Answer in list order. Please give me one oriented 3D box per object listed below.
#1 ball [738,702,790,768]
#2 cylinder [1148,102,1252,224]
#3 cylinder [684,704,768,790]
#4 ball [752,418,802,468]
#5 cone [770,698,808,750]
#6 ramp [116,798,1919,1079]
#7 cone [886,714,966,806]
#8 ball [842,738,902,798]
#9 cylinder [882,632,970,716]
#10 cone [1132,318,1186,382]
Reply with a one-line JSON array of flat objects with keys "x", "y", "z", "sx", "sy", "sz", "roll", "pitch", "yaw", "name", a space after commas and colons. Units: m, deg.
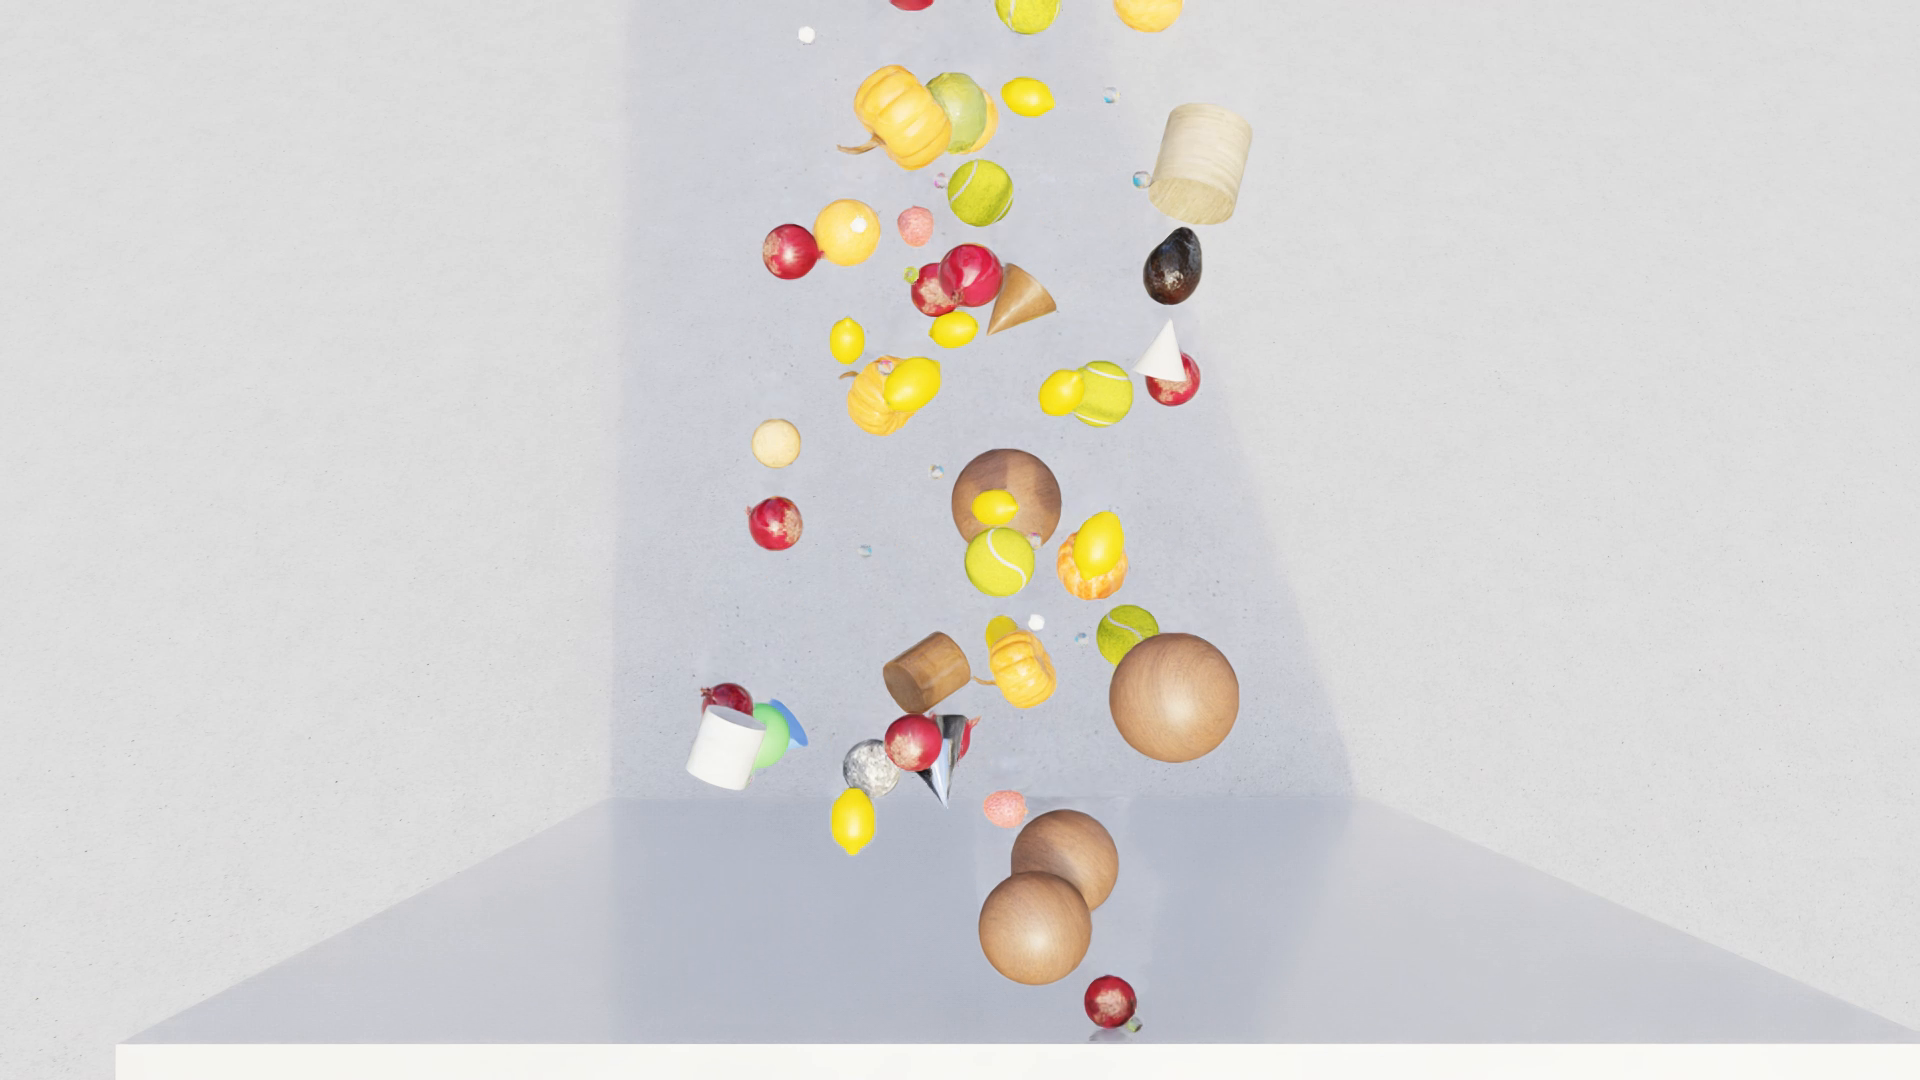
[{"x": -0.239, "y": 0.230, "z": 3.065, "sx": 0.077, "sy": 0.077, "sz": 0.077, "roll": 0, "pitch": 35, "yaw": 0, "name": "ball"}, {"x": 0.223, "y": -0.349, "z": 2.410, "sx": 0.081, "sy": 0.081, "sz": 0.081, "roll": 10, "pitch": 69, "yaw": 14, "name": "cylinder"}, {"x": -0.255, "y": 0.226, "z": 2.832, "sx": 0.070, "sy": 0.070, "sz": 0.070, "roll": 20, "pitch": 7, "yaw": -3, "name": "cylinder"}, {"x": -0.202, "y": -0.106, "z": 2.852, "sx": 0.055, "sy": 0.055, "sz": 0.055, "roll": 0, "pitch": 35, "yaw": 0, "name": "ball"}, {"x": -0.234, "y": 0.242, "z": 3.151, "sx": 0.071, "sy": 0.071, "sz": 0.071, "roll": -38, "pitch": 36, "yaw": 11, "name": "cone"}, {"x": 0.077, "y": 0.664, "z": 4.836, "sx": 2.000, "sy": 0.100, "sz": 4.000, "roll": 0, "pitch": -2, "yaw": 0, "name": "ramp"}, {"x": -0.027, "y": 0.262, "z": 2.998, "sx": 0.096, "sy": 0.096, "sz": 0.096, "roll": -10, "pitch": 73, "yaw": -14, "name": "cone"}, {"x": -0.102, "y": 0.265, "z": 3.011, "sx": 0.068, "sy": 0.068, "sz": 0.068, "roll": 0, "pitch": 35, "yaw": 0, "name": "ball"}, {"x": -0.036, "y": 0.144, "z": 2.804, "sx": 0.067, "sy": 0.067, "sz": 0.067, "roll": -32, "pitch": 46, "yaw": -30, "name": "cylinder"}, {"x": 0.209, "y": -0.198, "z": 2.651, "sx": 0.059, "sy": 0.059, "sz": 0.059, "roll": 11, "pitch": 12, "yaw": -2, "name": "cone"}]
